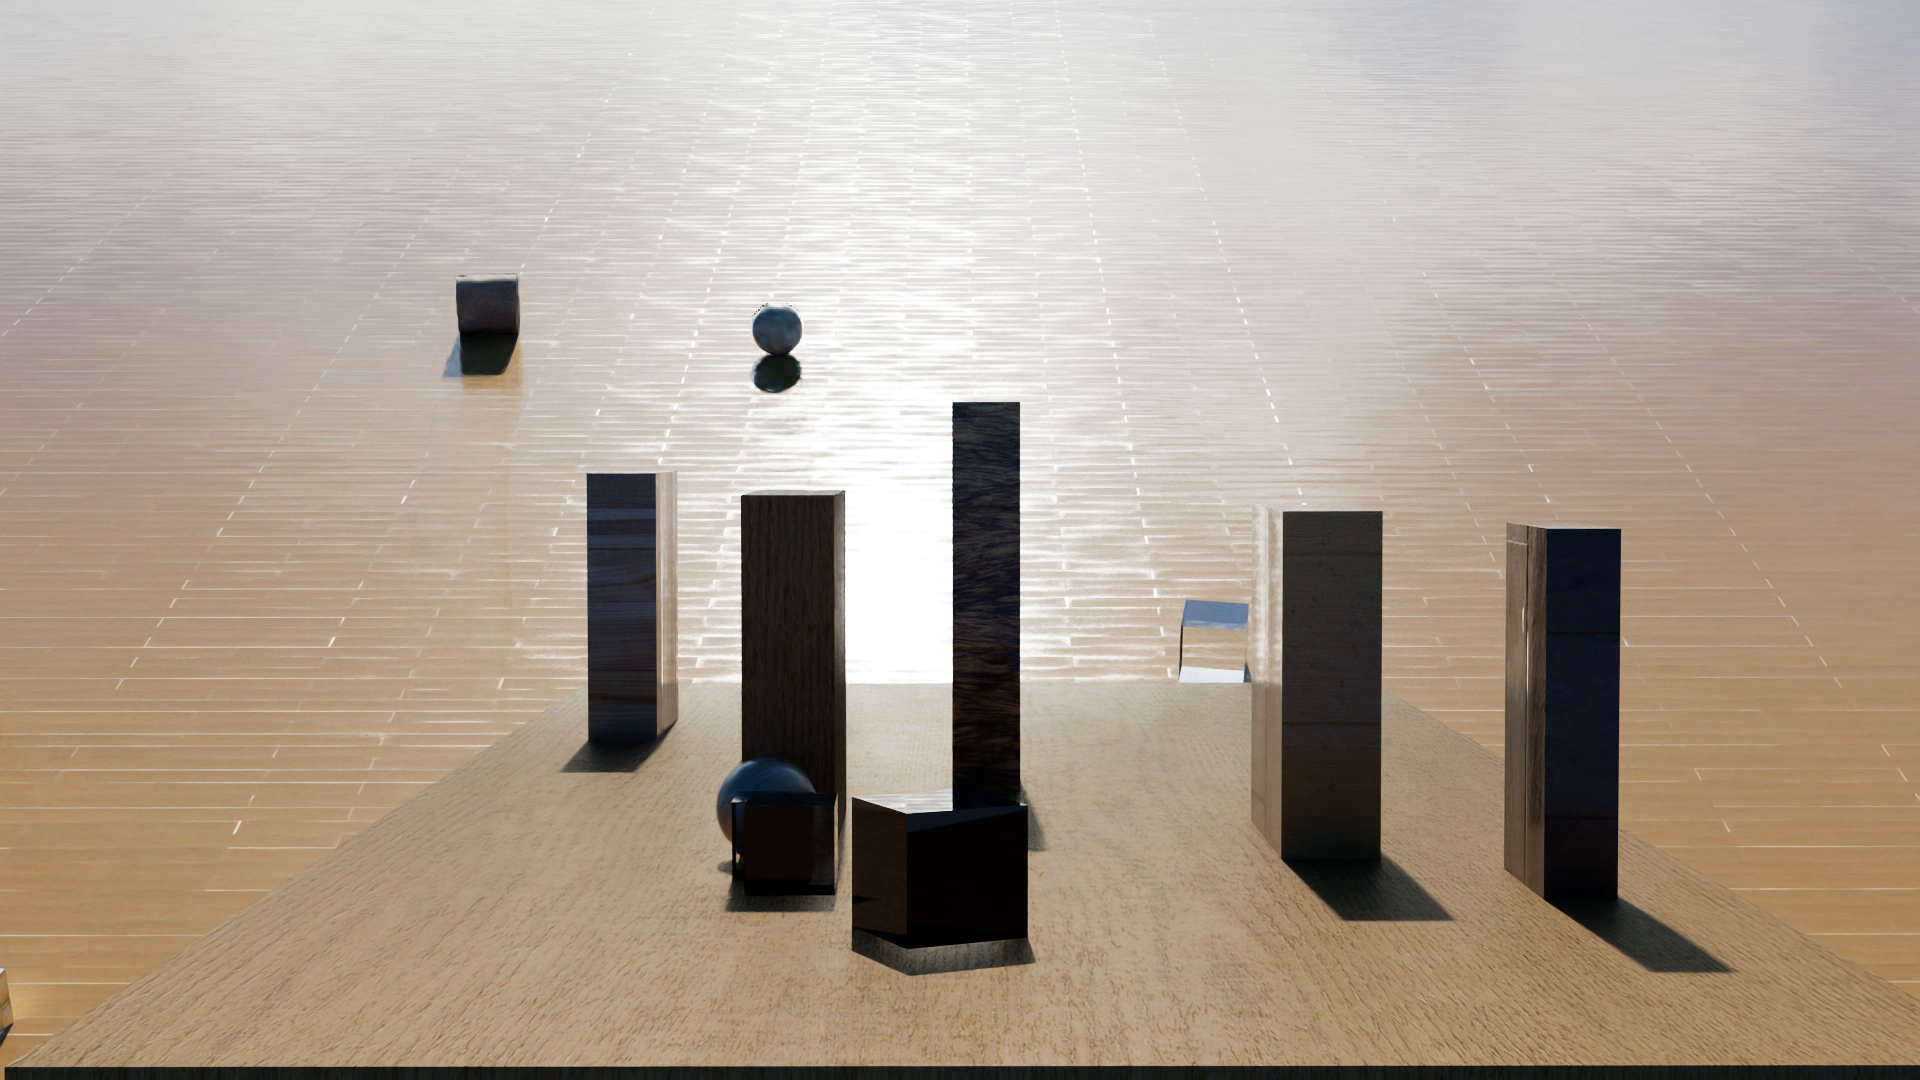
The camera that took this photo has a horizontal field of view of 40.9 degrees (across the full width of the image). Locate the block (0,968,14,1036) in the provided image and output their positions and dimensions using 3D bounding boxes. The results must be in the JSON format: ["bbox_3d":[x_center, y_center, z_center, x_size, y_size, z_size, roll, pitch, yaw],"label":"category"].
[{"bbox_3d":[-2.030,0.957,5.246,0.130,0.130,0.130,4,24,10],"label":"block"}]

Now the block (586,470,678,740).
[{"bbox_3d":[-0.695,0.129,5.493,0.142,0.549,0.410,0,2,0],"label":"block"}]

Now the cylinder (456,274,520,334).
[{"bbox_3d":[-1.701,-0.850,9.287,0.208,0.208,0.208,-2,24,-6],"label":"cylinder"}]

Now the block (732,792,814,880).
[{"bbox_3d":[-0.265,0.420,3.667,0.110,0.110,0.110,0,2,-1],"label":"block"}]

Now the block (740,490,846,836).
[{"bbox_3d":[-0.258,0.192,4.068,0.140,0.535,0.409,0,2,0],"label":"block"}]

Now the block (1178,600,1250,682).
[{"bbox_3d":[0.668,0.273,6.766,0.168,0.168,0.168,4,24,8],"label":"block"}]

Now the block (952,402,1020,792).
[{"bbox_3d":[0.046,0.095,4.631,0.119,0.683,0.264,0,2,0],"label":"block"}]

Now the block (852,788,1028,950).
[{"bbox_3d":[-0.027,0.409,3.230,0.166,0.166,0.166,-1,3,-26],"label":"block"}]

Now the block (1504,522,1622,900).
[{"bbox_3d":[0.832,0.229,3.571,0.099,0.498,0.251,0,2,0],"label":"block"}]

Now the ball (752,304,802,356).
[{"bbox_3d":[-0.643,-0.741,9.077,0.179,0.179,0.179,0,24,0],"label":"ball"}]

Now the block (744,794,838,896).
[{"bbox_3d":[-0.232,0.419,3.551,0.122,0.122,0.122,0,2,-1],"label":"block"}]

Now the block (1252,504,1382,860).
[{"bbox_3d":[0.545,0.206,3.971,0.147,0.513,0.386,0,2,0],"label":"block"}]

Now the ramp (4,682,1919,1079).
[{"bbox_3d":[0.054,0.491,4.542,2.000,0.100,4.000,0,2,0],"label":"ramp"}]

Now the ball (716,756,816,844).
[{"bbox_3d":[-0.284,0.395,3.796,0.150,0.150,0.150,0,24,0],"label":"ball"}]
